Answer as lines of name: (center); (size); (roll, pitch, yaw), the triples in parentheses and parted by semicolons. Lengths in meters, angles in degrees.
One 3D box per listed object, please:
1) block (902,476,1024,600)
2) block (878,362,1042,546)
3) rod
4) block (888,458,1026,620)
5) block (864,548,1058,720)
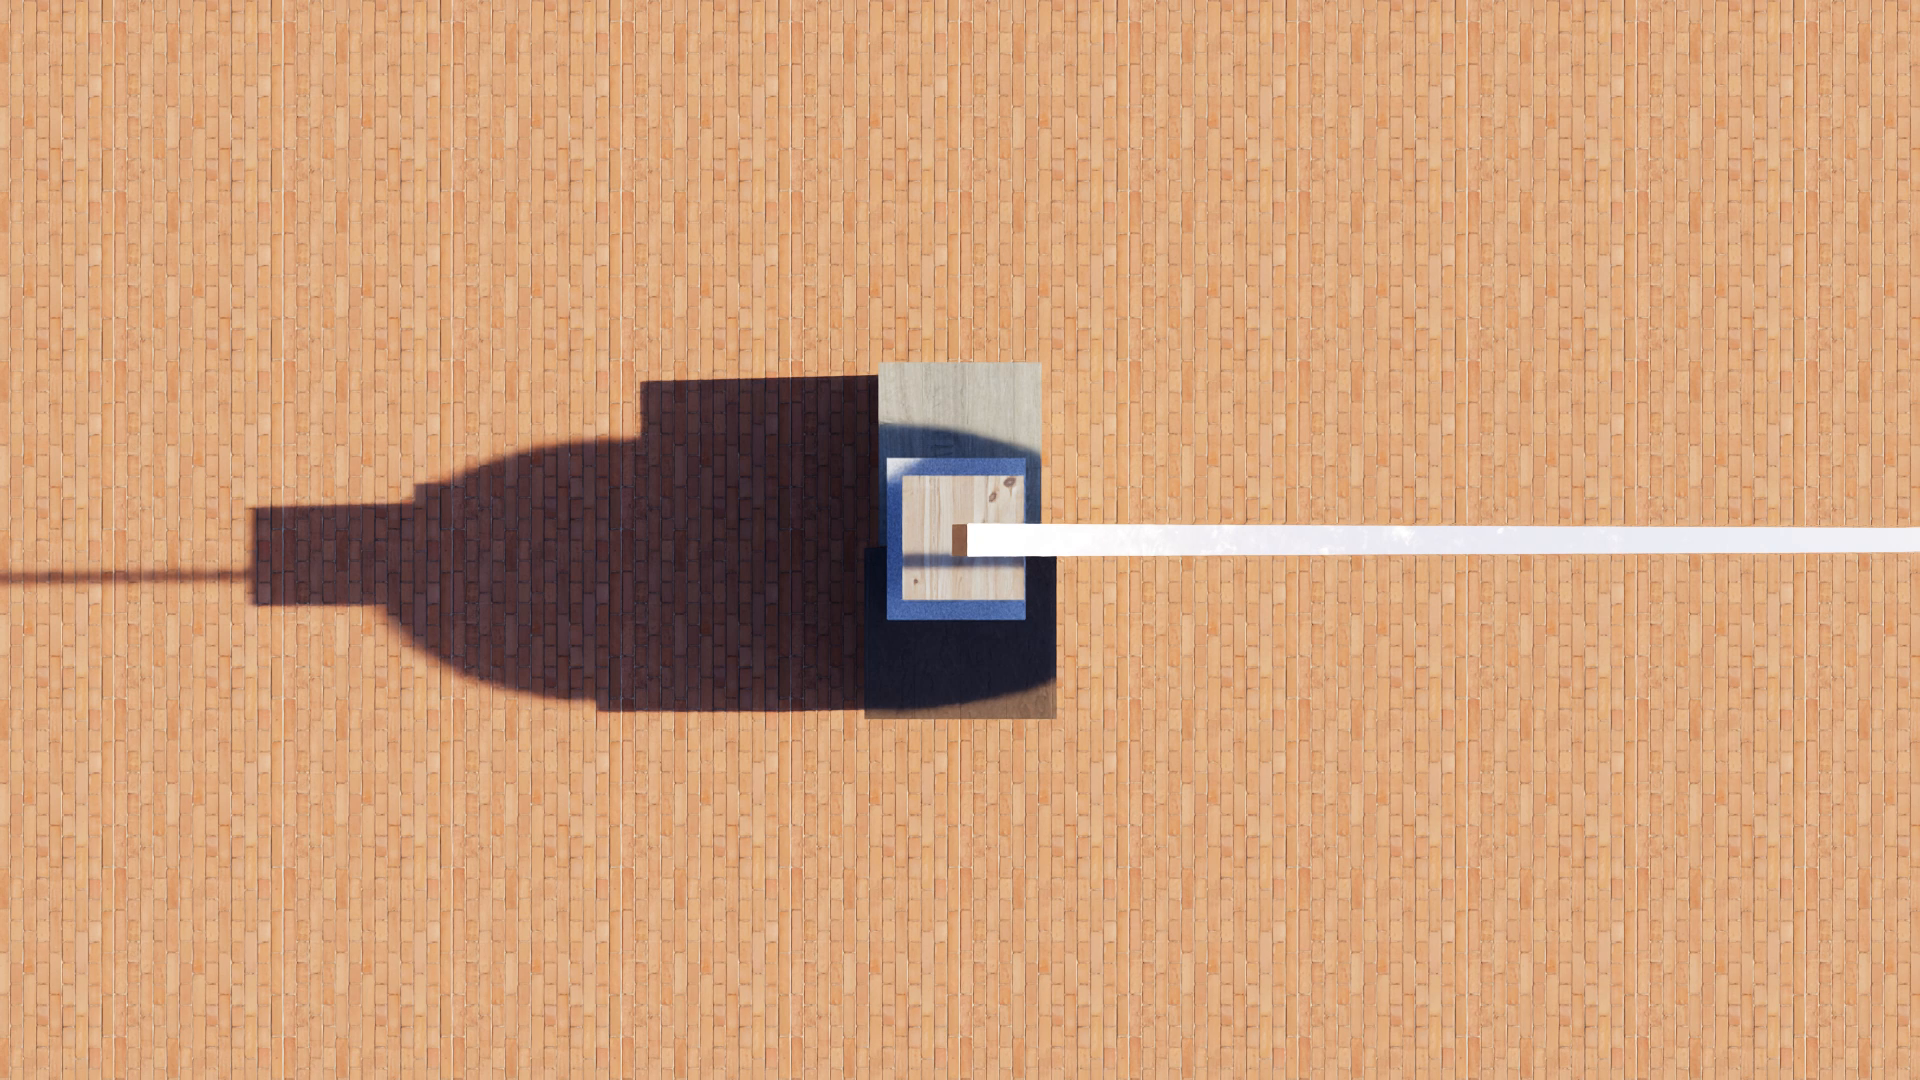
block: (0.015, -0.008, 10.894); (0.580, 0.662, 0.596); (0, 90, 0)
block: (0.001, -0.472, 12.552); (0.897, 0.896, 1.012); (0, 90, 0)
rod: (2.234, 0.000, 6.868); (5.200, 0.080, 0.080); (0, 90, -31)
block: (-0.019, -0.003, 11.608); (0.706, 0.767, 0.824); (0, 90, 0)
block: (0.003, 0.511, 12.496); (1.052, 1.009, 0.933); (0, 90, 0)
